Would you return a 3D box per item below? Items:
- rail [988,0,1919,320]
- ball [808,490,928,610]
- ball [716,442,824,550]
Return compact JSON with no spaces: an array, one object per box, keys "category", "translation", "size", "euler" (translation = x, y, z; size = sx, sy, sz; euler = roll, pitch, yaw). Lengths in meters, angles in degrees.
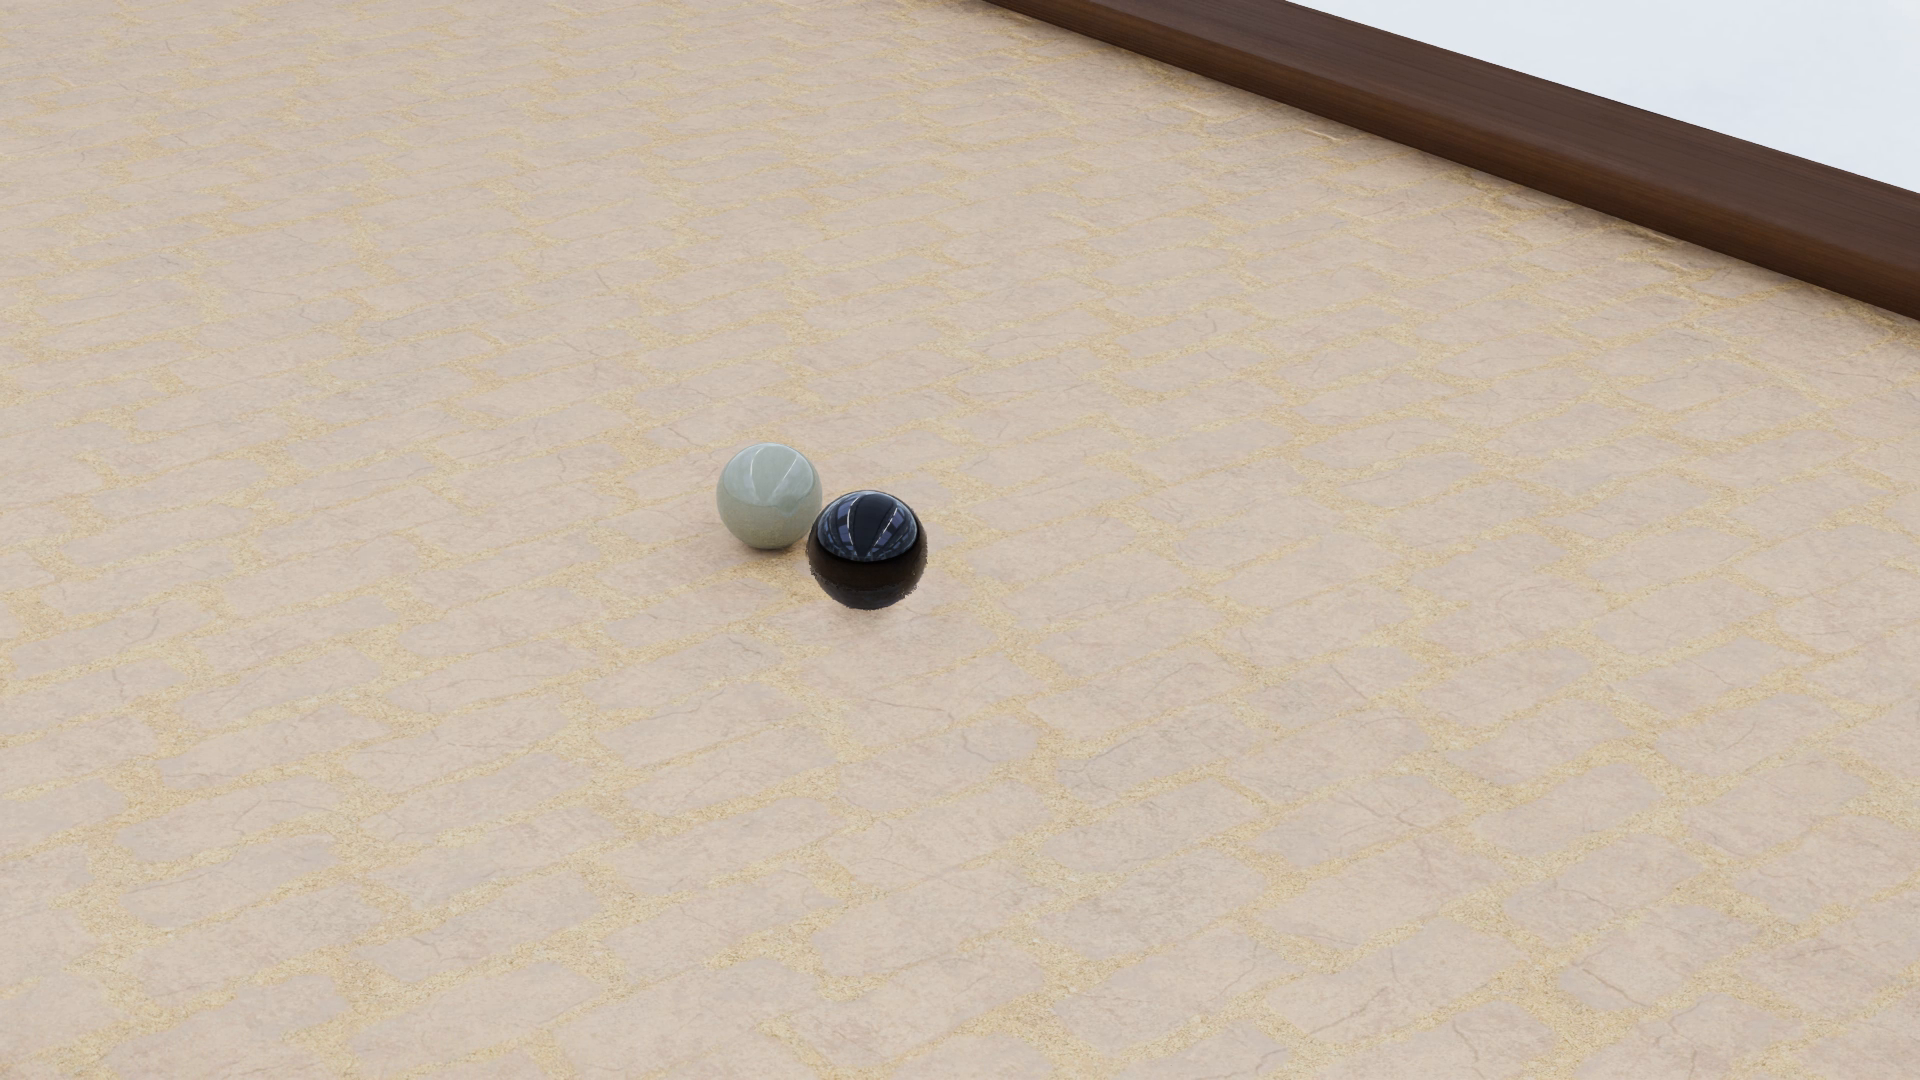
[{"category":"rail","translation":[0.201,-0.609,3.387],"size":[0.045,0.113,3.961],"euler":[-18,30,-33]},{"category":"ball","translation":[-0.066,0.007,2.107],"size":[0.086,0.086,0.086],"euler":[0,25,0]},{"category":"ball","translation":[-0.142,-0.033,2.200],"size":[0.080,0.080,0.080],"euler":[0,25,0]}]
